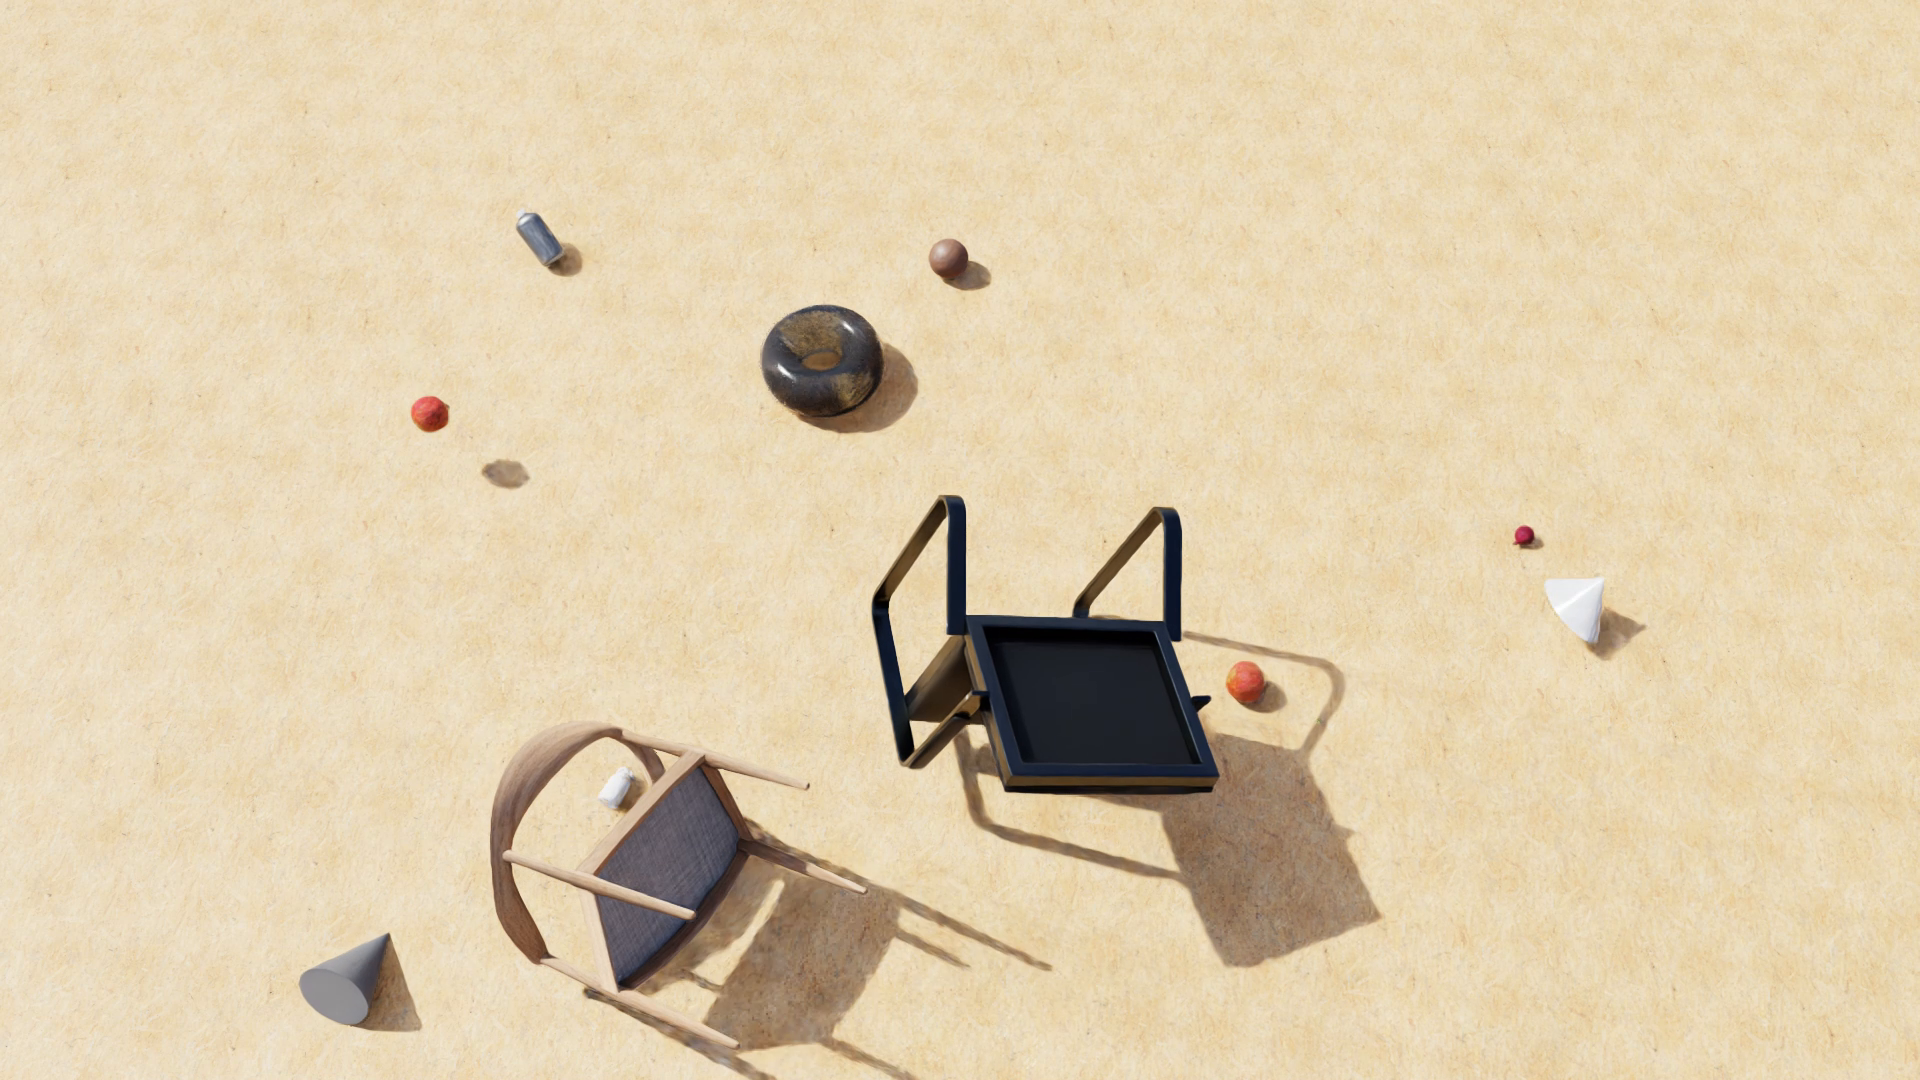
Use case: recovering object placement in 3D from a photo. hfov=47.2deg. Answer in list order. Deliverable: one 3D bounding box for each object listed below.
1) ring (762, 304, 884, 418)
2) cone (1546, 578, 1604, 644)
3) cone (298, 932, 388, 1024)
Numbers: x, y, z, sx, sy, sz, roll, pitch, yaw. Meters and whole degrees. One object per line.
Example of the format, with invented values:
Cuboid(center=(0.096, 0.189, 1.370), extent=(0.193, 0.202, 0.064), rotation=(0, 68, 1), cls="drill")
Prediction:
Cuboid(center=(-0.427, -0.559, 6.851), extent=(0.387, 0.165, 0.402), rotation=(-6, 55, -2), cls="ring")
Cuboid(center=(1.805, 0.156, 6.318), extent=(0.151, 0.147, 0.245), rotation=(5, 46, -36), cls="cone")
Cuboid(center=(-1.571, 1.111, 5.773), extent=(0.214, 0.188, 0.256), rotation=(-7, 28, 28), cls="cone")
